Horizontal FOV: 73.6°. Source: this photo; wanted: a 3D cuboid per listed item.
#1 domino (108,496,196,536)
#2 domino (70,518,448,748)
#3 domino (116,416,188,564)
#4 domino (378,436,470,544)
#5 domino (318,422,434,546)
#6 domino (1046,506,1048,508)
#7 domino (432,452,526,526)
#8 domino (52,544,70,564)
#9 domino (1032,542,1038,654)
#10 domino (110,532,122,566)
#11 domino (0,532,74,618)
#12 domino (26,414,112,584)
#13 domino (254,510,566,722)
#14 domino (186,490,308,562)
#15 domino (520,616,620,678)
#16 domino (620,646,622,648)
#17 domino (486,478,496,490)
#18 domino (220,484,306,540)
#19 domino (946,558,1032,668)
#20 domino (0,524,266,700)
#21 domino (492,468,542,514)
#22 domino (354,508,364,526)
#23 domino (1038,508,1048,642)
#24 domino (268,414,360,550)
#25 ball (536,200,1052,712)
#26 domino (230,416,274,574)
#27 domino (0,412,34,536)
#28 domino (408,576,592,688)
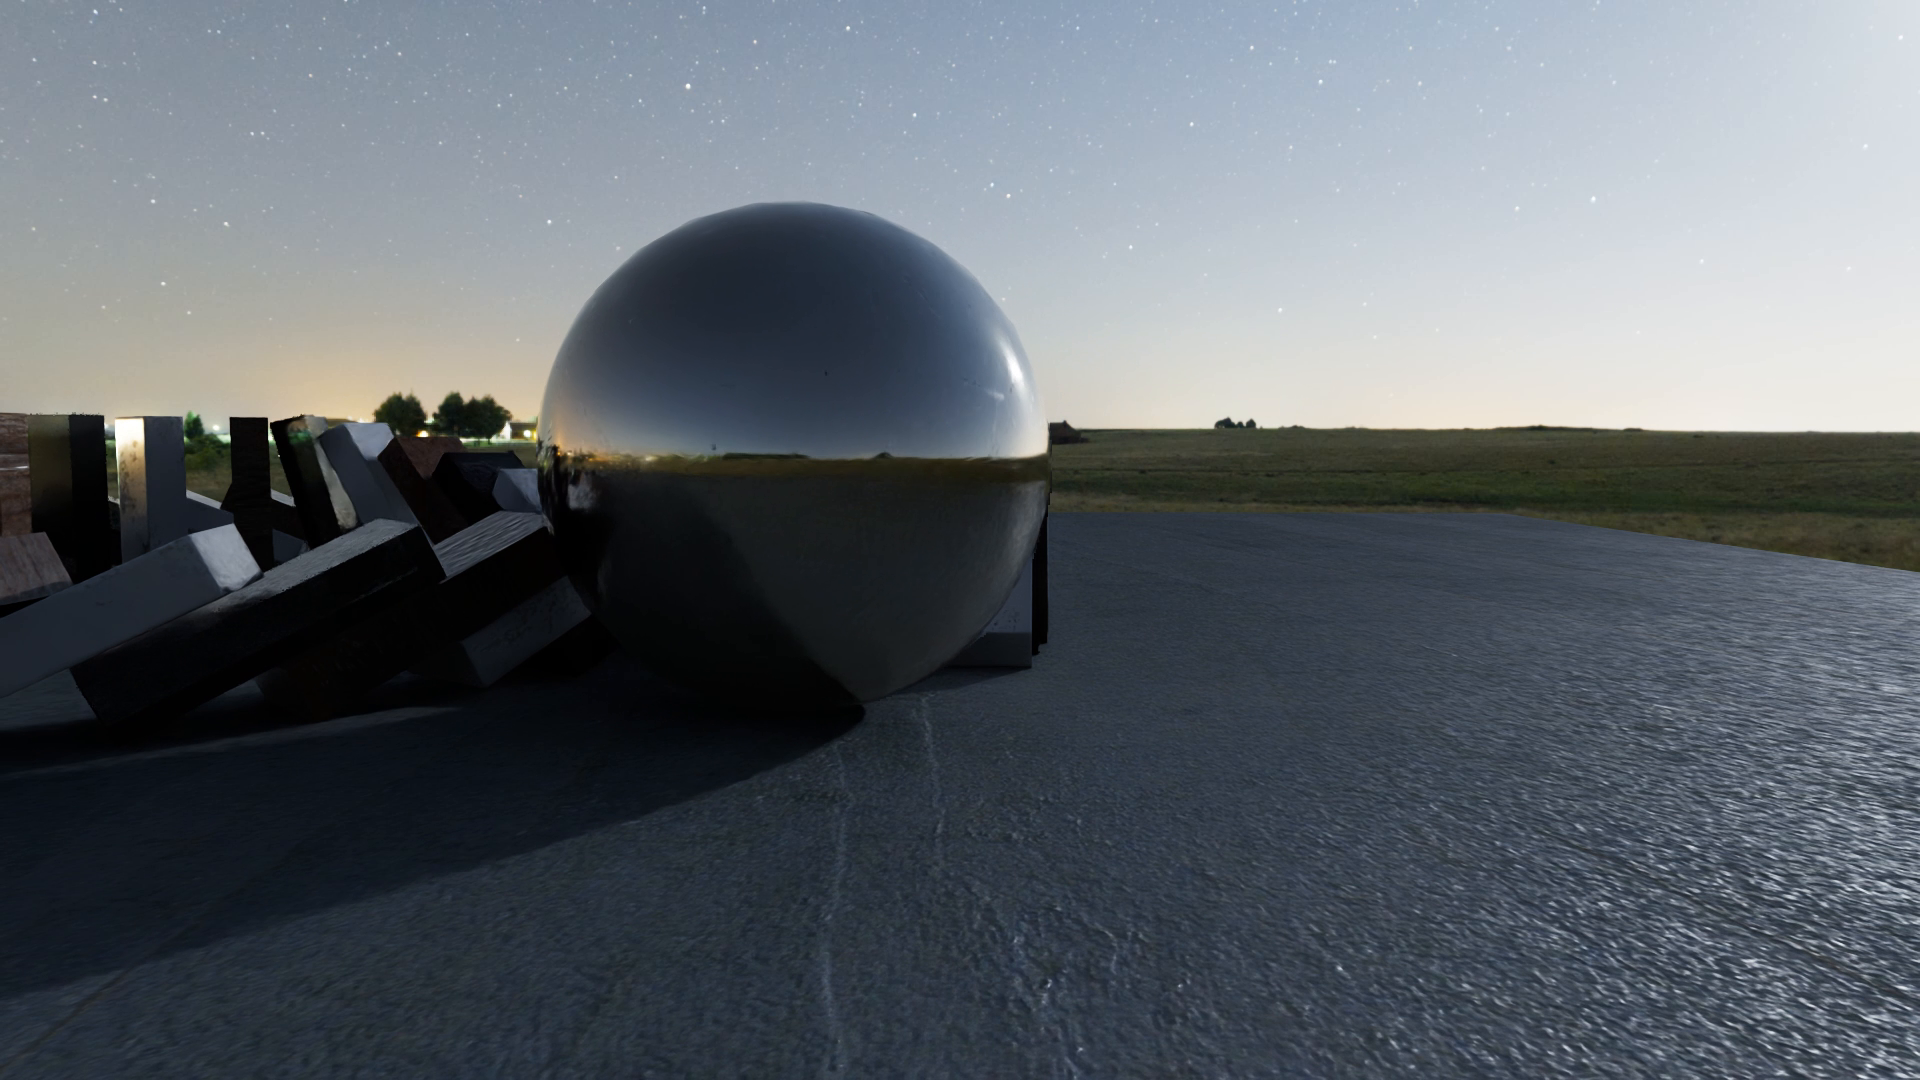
[{"bbox_3d":[-0.277,-0.005,0.435,0.050,0.010,0.025,25,-9,-28],"label":"domino"},{"bbox_3d":[-0.109,0.013,0.201,0.050,0.009,0.025,-33,22,-32],"label":"domino"},{"bbox_3d":[-0.226,-0.009,0.359,0.025,0.050,0.009,4,6,42],"label":"domino"},{"bbox_3d":[-0.151,-0.009,0.387,0.009,0.050,0.025,-41,-12,20],"label":"domino"},{"bbox_3d":[-0.171,-0.011,0.387,0.009,0.050,0.025,-27,2,5],"label":"domino"},{"bbox_3d":[0.009,0.001,0.308,0.025,0.009,0.050,0,40,3],"label":"domino"},{"bbox_3d":[-0.131,-0.006,0.380,0.050,0.009,0.025,46,24,19],"label":"domino"},{"bbox_3d":[-0.308,-0.002,0.395,0.025,0.009,0.050,3,-19,35],"label":"domino"},{"bbox_3d":[0.004,0.003,0.276,0.025,0.010,0.050,0,41,3],"label":"domino"},{"bbox_3d":[-0.295,-0.004,0.418,0.050,0.009,0.025,28,-14,-37],"label":"domino"},{"bbox_3d":[-0.152,0.015,0.173,0.050,0.009,0.025,-25,6,-1],"label":"domino"},{"bbox_3d":[-0.238,-0.008,0.337,0.025,0.050,0.009,1,5,18],"label":"domino"},{"bbox_3d":[-0.092,0.011,0.218,0.025,0.009,0.050,4,31,45],"label":"domino"},{"bbox_3d":[-0.256,-0.006,0.449,0.050,0.009,0.025,24,-5,-21],"label":"domino"},{"bbox_3d":[-0.067,0.008,0.256,0.025,0.009,0.050,4,31,39],"label":"domino"},{"bbox_3d":[-0.071,0.006,0.287,0.025,0.009,0.050,0,29,-2],"label":"domino"},{"bbox_3d":[-0.161,-0.008,0.477,0.050,0.009,0.025,25,8,6],"label":"domino"},{"bbox_3d":[-0.234,-0.006,0.459,0.050,0.009,0.025,24,-3,-16],"label":"domino"},{"bbox_3d":[0.002,0.004,0.261,0.025,0.009,0.050,0,41,3],"label":"domino"},{"bbox_3d":[-0.129,0.014,0.182,0.050,0.009,0.025,-27,11,-13],"label":"domino"},{"bbox_3d":[-0.110,-0.003,0.369,0.050,0.010,0.025,42,27,30],"label":"domino"},{"bbox_3d":[-0.210,-0.007,0.468,0.050,0.009,0.025,24,1,-9],"label":"domino"},{"bbox_3d":[0.007,0.002,0.292,0.025,0.009,0.050,0,41,3],"label":"domino"},{"bbox_3d":[-0.189,-0.011,0.382,0.010,0.050,0.025,-16,8,-12],"label":"domino"},{"bbox_3d":[-0.026,-0.013,0.204,0.080,0.080,0.080,0,4,0],"label":"ball"},{"bbox_3d":[-0.206,-0.010,0.374,0.009,0.050,0.025,-2,5,-29],"label":"domino"},{"bbox_3d":[-0.242,-0.006,0.313,0.025,0.050,0.009,0,4,3],"label":"domino"},{"bbox_3d":[-0.077,0.008,0.240,0.025,0.009,0.050,3,31,38],"label":"domino"}]
